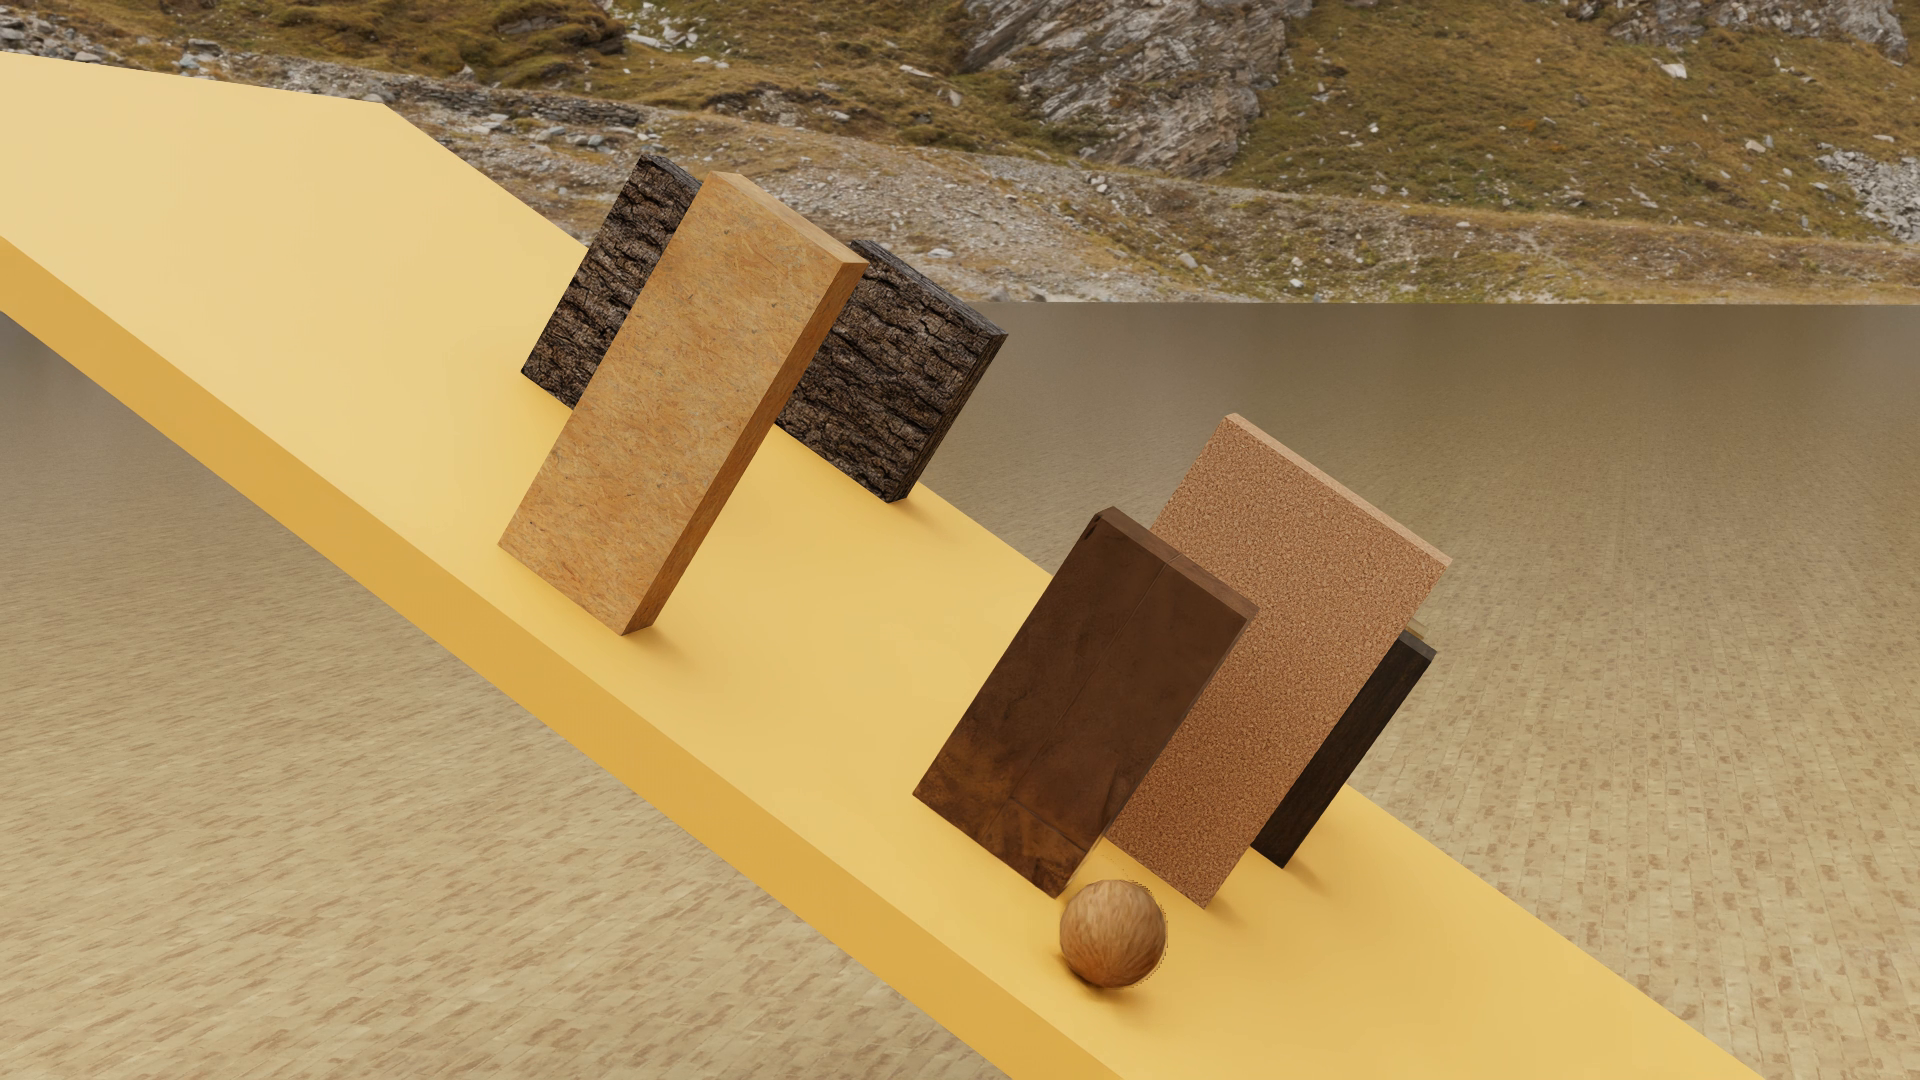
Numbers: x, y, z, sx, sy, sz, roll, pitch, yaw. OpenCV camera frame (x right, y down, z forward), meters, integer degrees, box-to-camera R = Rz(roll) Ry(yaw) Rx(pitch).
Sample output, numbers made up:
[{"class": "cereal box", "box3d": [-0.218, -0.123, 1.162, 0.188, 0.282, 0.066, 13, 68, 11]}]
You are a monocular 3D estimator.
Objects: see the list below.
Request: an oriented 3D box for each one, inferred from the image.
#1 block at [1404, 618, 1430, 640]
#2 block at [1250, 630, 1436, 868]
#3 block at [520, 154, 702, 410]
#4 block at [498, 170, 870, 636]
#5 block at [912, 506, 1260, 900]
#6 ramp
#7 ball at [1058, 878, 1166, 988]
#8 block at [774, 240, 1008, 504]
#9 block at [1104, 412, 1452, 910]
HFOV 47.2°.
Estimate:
[{"class": "block", "box3d": [0.687, 0.278, 4.496, 0.327, 0.453, 0.110, 35, 15, 10]}, {"class": "block", "box3d": [0.575, 0.290, 4.165, 0.436, 0.488, 0.115, 35, 15, 10]}, {"class": "block", "box3d": [-0.542, -0.412, 4.142, 0.390, 0.483, 0.101, 35, 15, 10]}, {"class": "block", "box3d": [-0.426, -0.204, 3.350, 0.247, 0.675, 0.115, 35, 15, 10]}, {"class": "block", "box3d": [0.193, 0.252, 3.417, 0.278, 0.540, 0.119, 35, 15, 10]}, {"class": "ramp", "box3d": [-0.132, 0.221, 4.102, 4.000, 0.100, 2.000, 35, 15, 10]}, {"class": "ball", "box3d": [0.222, 0.573, 3.207, 0.156, 0.156, 0.156, 0, 7, 0]}, {"class": "block", "box3d": [-0.176, -0.372, 4.839, 0.374, 0.439, 0.134, 35, 15, 10]}, {"class": "block", "box3d": [0.440, 0.206, 3.720, 0.435, 0.715, 0.103, 35, 15, 10]}]
